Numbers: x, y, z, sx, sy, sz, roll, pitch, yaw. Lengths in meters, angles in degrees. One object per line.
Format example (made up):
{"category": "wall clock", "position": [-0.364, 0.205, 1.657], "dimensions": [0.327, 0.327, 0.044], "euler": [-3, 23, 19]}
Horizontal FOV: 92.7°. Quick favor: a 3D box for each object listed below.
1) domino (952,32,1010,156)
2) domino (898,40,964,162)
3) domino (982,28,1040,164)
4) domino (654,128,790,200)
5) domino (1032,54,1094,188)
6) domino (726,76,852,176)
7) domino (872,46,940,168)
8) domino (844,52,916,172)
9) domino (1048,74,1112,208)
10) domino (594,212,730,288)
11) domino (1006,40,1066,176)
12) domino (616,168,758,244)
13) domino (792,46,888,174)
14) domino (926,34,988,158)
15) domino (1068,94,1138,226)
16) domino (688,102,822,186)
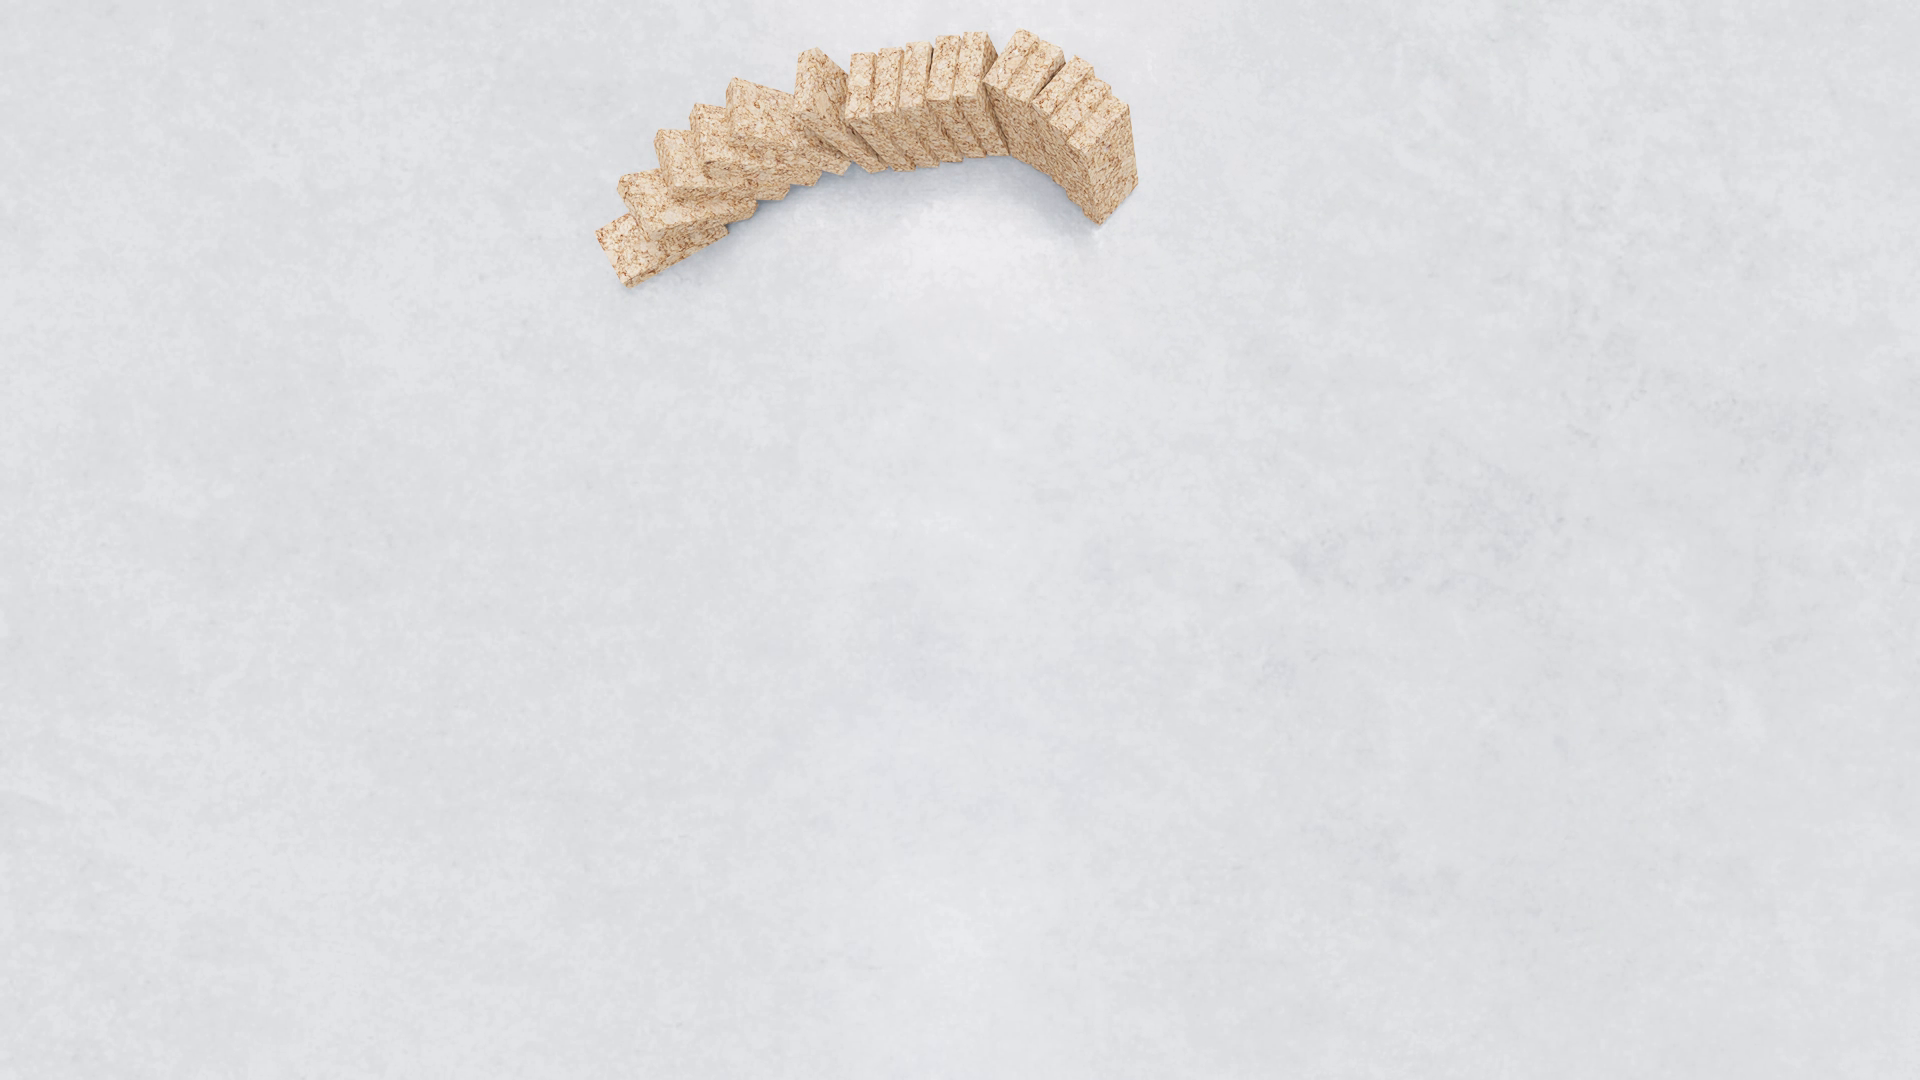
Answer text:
{"category": "domino", "position": [0.011, -0.181, 0.375], "dimensions": [0.009, 0.050, 0.025], "euler": [9, 89, 19]}
{"category": "domino", "position": [-0.010, -0.178, 0.375], "dimensions": [0.009, 0.050, 0.025], "euler": [6, 90, 19]}
{"category": "domino", "position": [0.026, -0.180, 0.375], "dimensions": [0.010, 0.050, 0.025], "euler": [34, 90, 20]}
{"category": "domino", "position": [-0.098, -0.156, 0.381], "dimensions": [0.050, 0.009, 0.025], "euler": [-14, 84, -34]}
{"category": "domino", "position": [0.046, -0.169, 0.375], "dimensions": [0.010, 0.050, 0.025], "euler": [42, 90, 20]}
{"category": "domino", "position": [-0.071, -0.171, 0.380], "dimensions": [0.050, 0.009, 0.025], "euler": [3, 75, -31]}
{"category": "domino", "position": [-0.020, -0.175, 0.375], "dimensions": [0.010, 0.050, 0.025], "euler": [6, 90, 19]}
{"category": "domino", "position": [-0.031, -0.174, 0.375], "dimensions": [0.010, 0.050, 0.025], "euler": [6, 90, 19]}
{"category": "domino", "position": [0.052, -0.161, 0.375], "dimensions": [0.009, 0.050, 0.025], "euler": [42, 90, 20]}
{"category": "domino", "position": [-0.128, -0.133, 0.395], "dimensions": [0.050, 0.009, 0.025], "euler": [-29, 90, 0]}
{"category": "domino", "position": [0.035, -0.175, 0.375], "dimensions": [0.009, 0.050, 0.025], "euler": [34, 90, 20]}
{"category": "domino", "position": [-0.112, -0.142, 0.380], "dimensions": [0.050, 0.010, 0.025], "euler": [-30, 91, -35]}
{"category": "domino", "position": [-0.047, -0.174, 0.375], "dimensions": [0.010, 0.050, 0.025], "euler": [1, 83, 32]}
{"category": "domino", "position": [0.001, -0.180, 0.375], "dimensions": [0.010, 0.050, 0.025], "euler": [9, 90, 19]}
{"category": "domino", "position": [0.059, -0.154, 0.375], "dimensions": [0.010, 0.050, 0.025], "euler": [42, 90, 20]}
{"category": "domino", "position": [-0.084, -0.164, 0.381], "dimensions": [0.050, 0.009, 0.025], "euler": [-7, 80, -33]}
